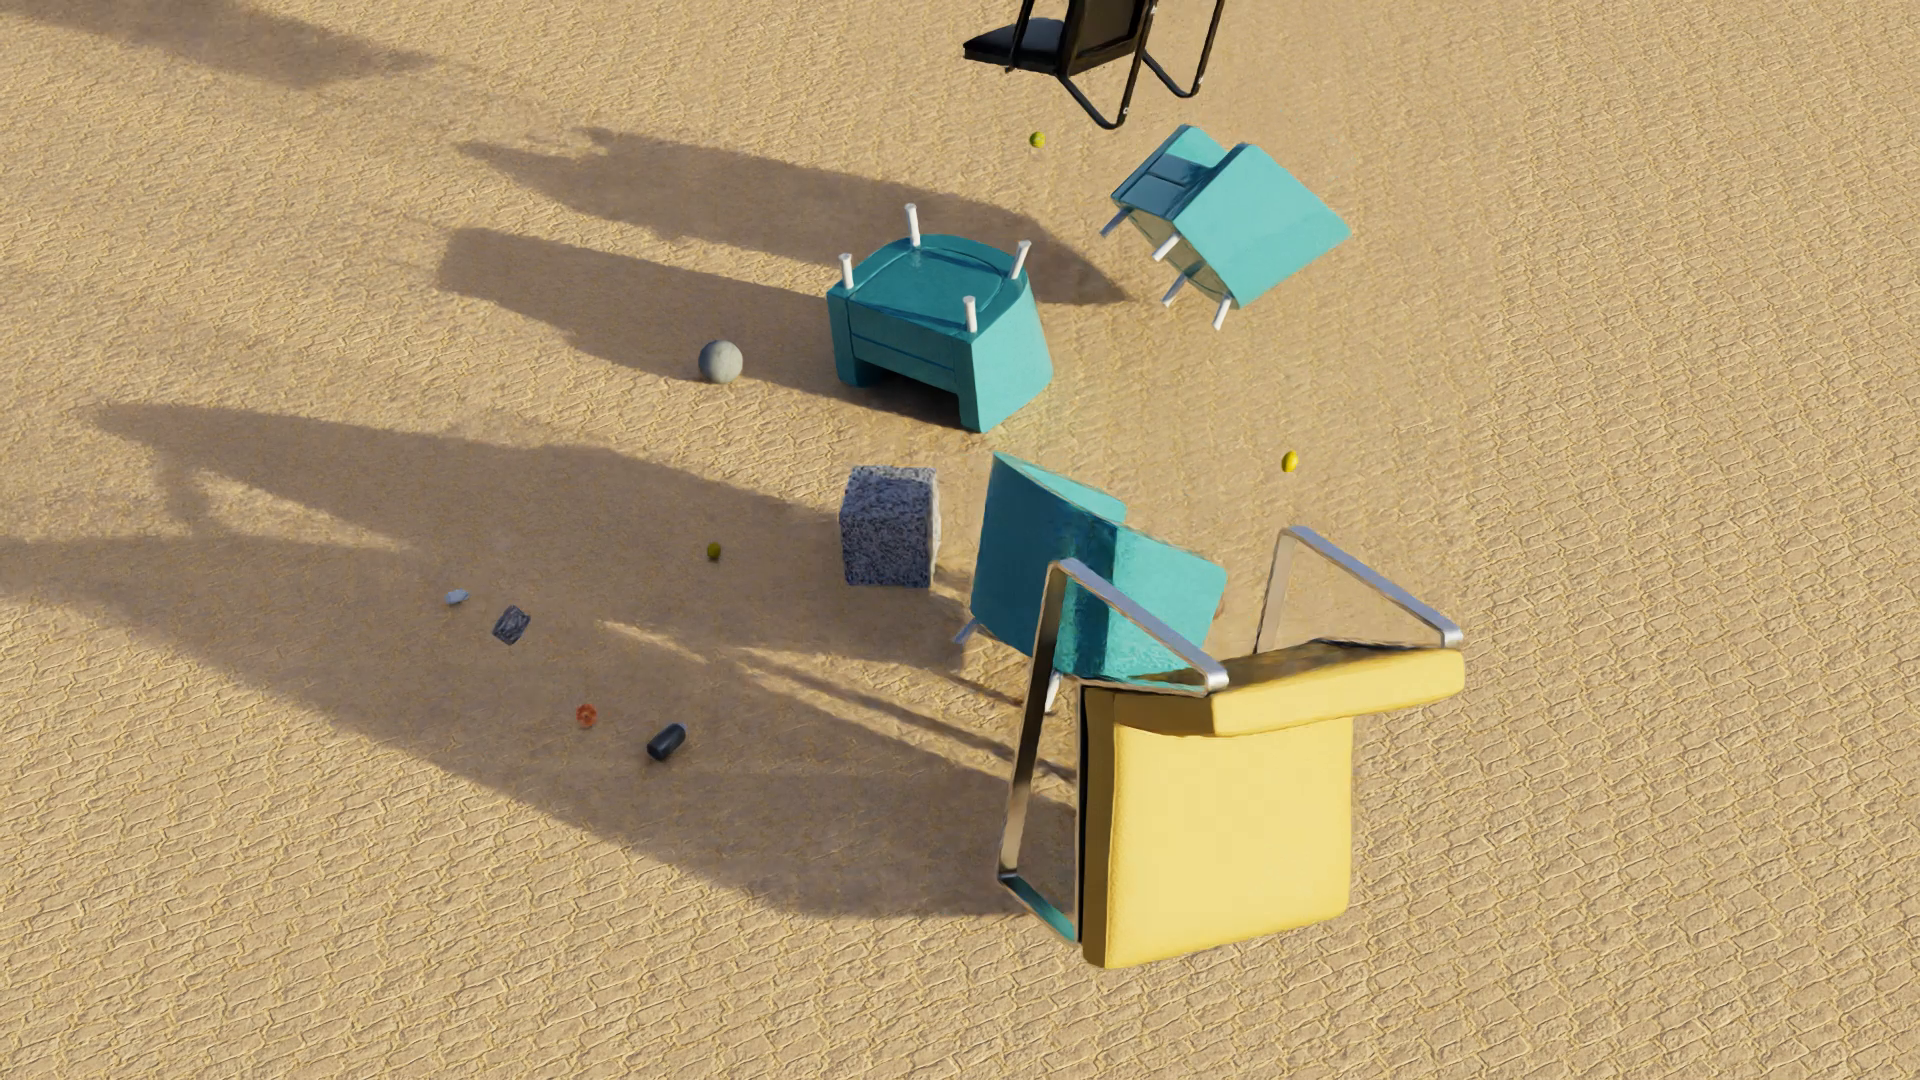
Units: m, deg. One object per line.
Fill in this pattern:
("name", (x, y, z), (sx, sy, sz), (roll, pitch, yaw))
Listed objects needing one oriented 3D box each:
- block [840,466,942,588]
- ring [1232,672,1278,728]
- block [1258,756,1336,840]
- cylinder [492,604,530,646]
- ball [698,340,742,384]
("block", (-0.251, -0.050, 10.703), (0.311, 0.314, 0.310), (2, 37, 8))
("ring", (0.998, 0.543, 9.938), (0.155, 0.190, 0.128), (-4, 24, 20))
("block", (1.100, 0.840, 9.578), (0.181, 0.100, 0.278), (-6, 34, -9))
("cylinder", (-1.521, 0.289, 9.937), (0.074, 0.122, 0.126), (37, -4, -15))
("ball", (-0.969, -0.720, 11.874), (0.180, 0.180, 0.180), (0, 33, 0))
